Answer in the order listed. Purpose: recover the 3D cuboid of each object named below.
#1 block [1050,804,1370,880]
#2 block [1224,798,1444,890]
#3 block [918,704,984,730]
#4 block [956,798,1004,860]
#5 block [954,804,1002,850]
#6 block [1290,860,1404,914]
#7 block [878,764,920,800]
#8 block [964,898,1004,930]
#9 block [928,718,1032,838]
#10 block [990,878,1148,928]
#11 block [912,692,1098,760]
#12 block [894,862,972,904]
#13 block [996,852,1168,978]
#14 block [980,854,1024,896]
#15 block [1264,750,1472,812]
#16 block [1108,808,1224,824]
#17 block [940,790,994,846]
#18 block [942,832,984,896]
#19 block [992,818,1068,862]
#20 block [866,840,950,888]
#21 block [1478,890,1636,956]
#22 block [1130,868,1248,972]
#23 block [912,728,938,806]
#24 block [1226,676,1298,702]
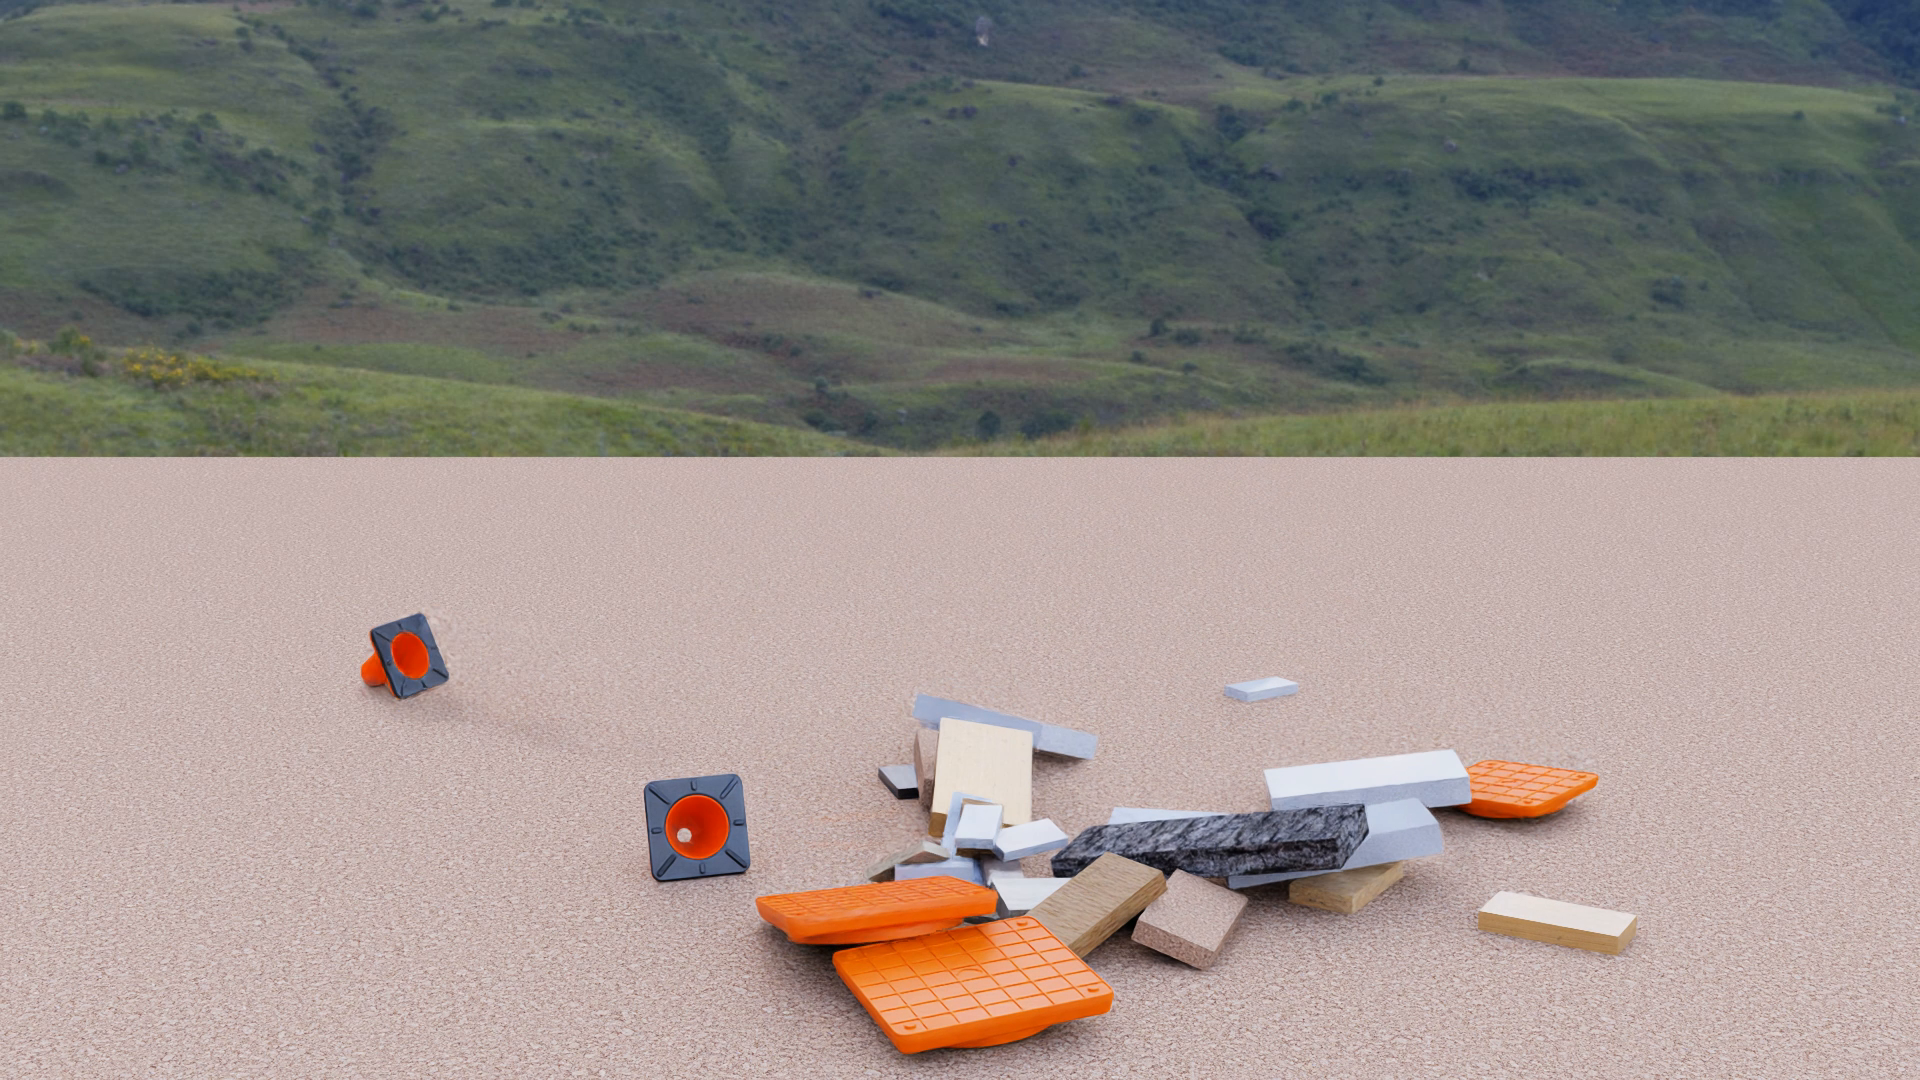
[{"bbox_3d":[0.414,0.510,3.660,0.497,0.051,0.180,-9,8,26],"label":"block"},{"bbox_3d":[0.621,0.514,3.737,0.359,0.051,0.180,-10,7,1],"label":"block"},{"bbox_3d":[-0.004,0.383,4.724,0.152,0.022,0.076,-7,13,-33],"label":"block"},{"bbox_3d":[0.035,0.498,3.777,0.073,0.021,0.146,10,27,-1],"label":"block"},{"bbox_3d":[0.032,0.485,3.724,0.065,0.018,0.130,1,18,8],"label":"block"},{"bbox_3d":[0.650,0.571,3.688,0.110,0.031,0.220,7,12,32],"label":"block"},{"bbox_3d":[-0.103,0.469,4.264,0.076,0.022,0.152,-3,11,-16],"label":"block"},{"bbox_3d":[0.070,0.599,3.569,0.064,0.018,0.129,8,13,35],"label":"block"},{"bbox_3d":[0.040,0.443,4.031,0.176,0.050,0.352,10,23,-2],"label":"block"},{"bbox_3d":[0.184,0.584,3.539,0.249,0.035,0.125,1,14,-13],"label":"block"},{"bbox_3d":[0.090,0.381,4.508,0.352,0.050,0.176,10,-4,43],"label":"block"},{"bbox_3d":[-0.044,0.565,3.623,0.129,0.064,0.018,-1,17,-5],"label":"block"},{"bbox_3d":[0.190,0.578,3.406,0.249,0.035,0.125,-32,27,-32],"label":"block"},{"bbox_3d":[0.071,0.557,3.645,0.064,0.018,0.129,5,15,-6],"label":"block"},{"bbox_3d":[0.756,0.460,4.105,0.359,0.051,0.180,-7,10,4],"label":"block"},{"bbox_3d":[0.382,0.519,3.966,0.220,0.031,0.110,2,11,10],"label":"block"},{"bbox_3d":[0.010,0.505,3.824,0.073,0.021,0.146,13,44,1],"label":"block"},{"bbox_3d":[0.004,0.548,3.715,0.073,0.021,0.146,10,24,-1],"label":"block"},{"bbox_3d":[0.112,0.509,3.733,0.131,0.018,0.065,-9,28,-31],"label":"block"},{"bbox_3d":[-0.087,0.538,3.648,0.130,0.018,0.065,-30,-37,30],"label":"block"},{"bbox_3d":[0.948,0.607,3.491,0.221,0.031,0.110,6,12,31],"label":"block"},{"bbox_3d":[0.363,0.594,3.454,0.125,0.035,0.249,21,16,15],"label":"block"},{"bbox_3d":[0.007,0.445,4.242,0.176,0.050,0.352,8,10,-5],"label":"block"},{"bbox_3d":[0.682,0.337,4.972,0.152,0.022,0.076,-7,13,-33],"label":"block"}]
